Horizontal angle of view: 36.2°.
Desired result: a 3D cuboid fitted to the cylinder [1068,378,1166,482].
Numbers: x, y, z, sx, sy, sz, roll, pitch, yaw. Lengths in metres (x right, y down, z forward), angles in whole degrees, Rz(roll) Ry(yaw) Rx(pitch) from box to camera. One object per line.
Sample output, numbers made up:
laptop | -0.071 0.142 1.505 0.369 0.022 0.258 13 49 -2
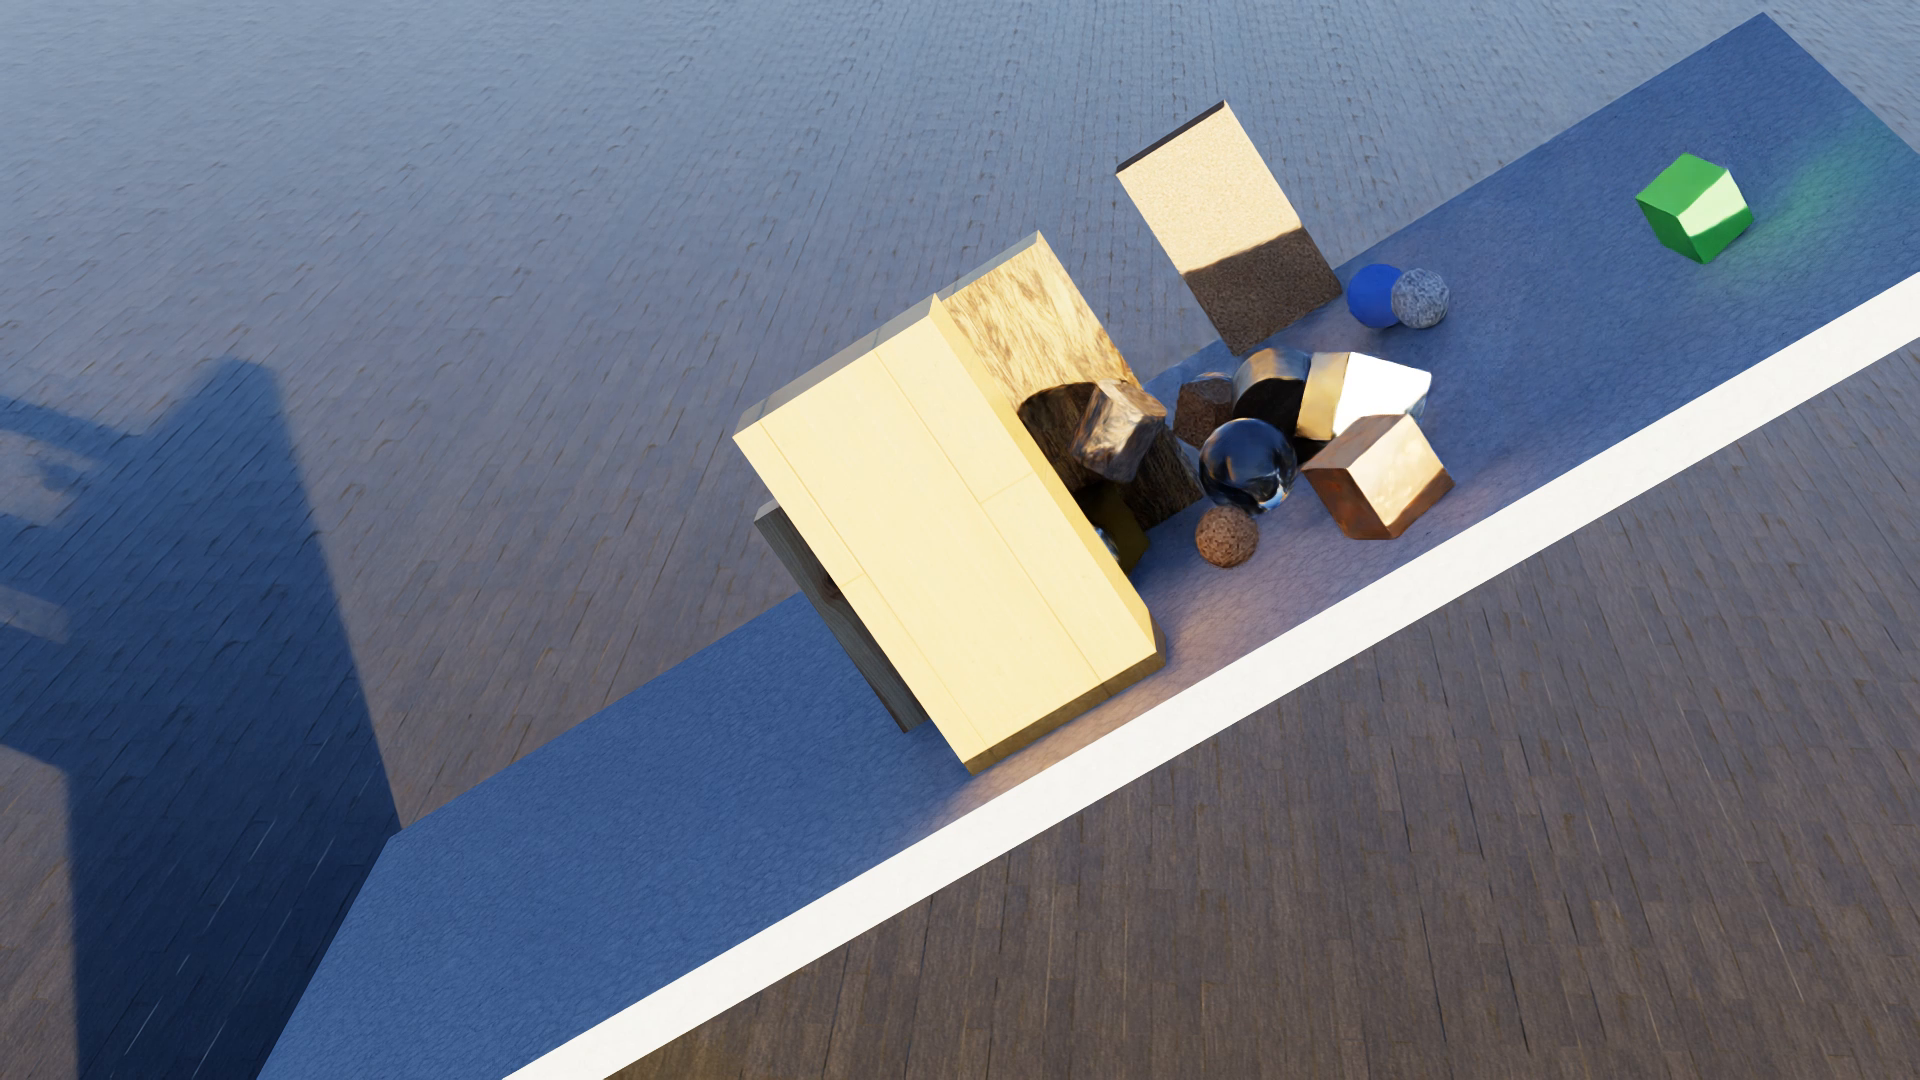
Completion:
cylinder | 0.318 -0.223 5.968 0.153 0.153 0.153 22 21 -9

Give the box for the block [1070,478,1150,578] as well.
block | 0.254 0.007 6.032 0.167 0.167 0.167 -23 17 36

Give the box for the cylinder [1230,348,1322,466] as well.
cylinder | 0.650 -0.269 5.987 0.196 0.196 0.196 1 21 4

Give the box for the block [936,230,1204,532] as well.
block | 0.186 -0.275 6.128 0.356 0.644 0.106 -31 15 14

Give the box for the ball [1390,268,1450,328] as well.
ball | 0.968 -0.508 6.189 0.125 0.125 0.125 0 20 0

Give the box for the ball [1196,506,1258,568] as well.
ball | 0.511 -0.007 5.627 0.120 0.120 0.120 0 20 0

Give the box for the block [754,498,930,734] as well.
block | -0.081 0.058 5.875 0.424 0.538 0.082 -31 15 14

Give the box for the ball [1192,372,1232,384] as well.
ball | 0.556 -0.309 6.458 0.122 0.122 0.122 0 20 0

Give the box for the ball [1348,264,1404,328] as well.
ball | 0.906 -0.527 6.350 0.140 0.140 0.140 0 20 0

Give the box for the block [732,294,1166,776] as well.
block | -0.012 -0.003 5.427 0.426 0.791 0.147 -31 15 14

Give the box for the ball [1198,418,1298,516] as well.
ball | 0.567 -0.145 5.788 0.195 0.195 0.195 0 20 0

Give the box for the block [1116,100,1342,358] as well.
block | 0.624 -0.718 6.806 0.291 0.517 0.083 -31 15 14

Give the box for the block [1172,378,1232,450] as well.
block | 0.533 -0.260 6.167 0.114 0.114 0.114 -11 31 -38

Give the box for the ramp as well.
ramp | 0.139 0.171 6.296 4.000 0.100 2.000 -31 15 14

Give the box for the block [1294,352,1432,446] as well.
block | 0.765 -0.255 5.597 0.171 0.171 0.171 13 0 -18

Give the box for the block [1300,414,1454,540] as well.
block | 0.759 -0.115 5.347 0.162 0.162 0.162 -41 16 -18

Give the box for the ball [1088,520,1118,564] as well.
ball | 0.241 0.035 5.848 0.150 0.150 0.150 0 20 0

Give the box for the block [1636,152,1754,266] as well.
block | 1.388 -0.626 5.554 0.131 0.131 0.131 -42 34 -4
